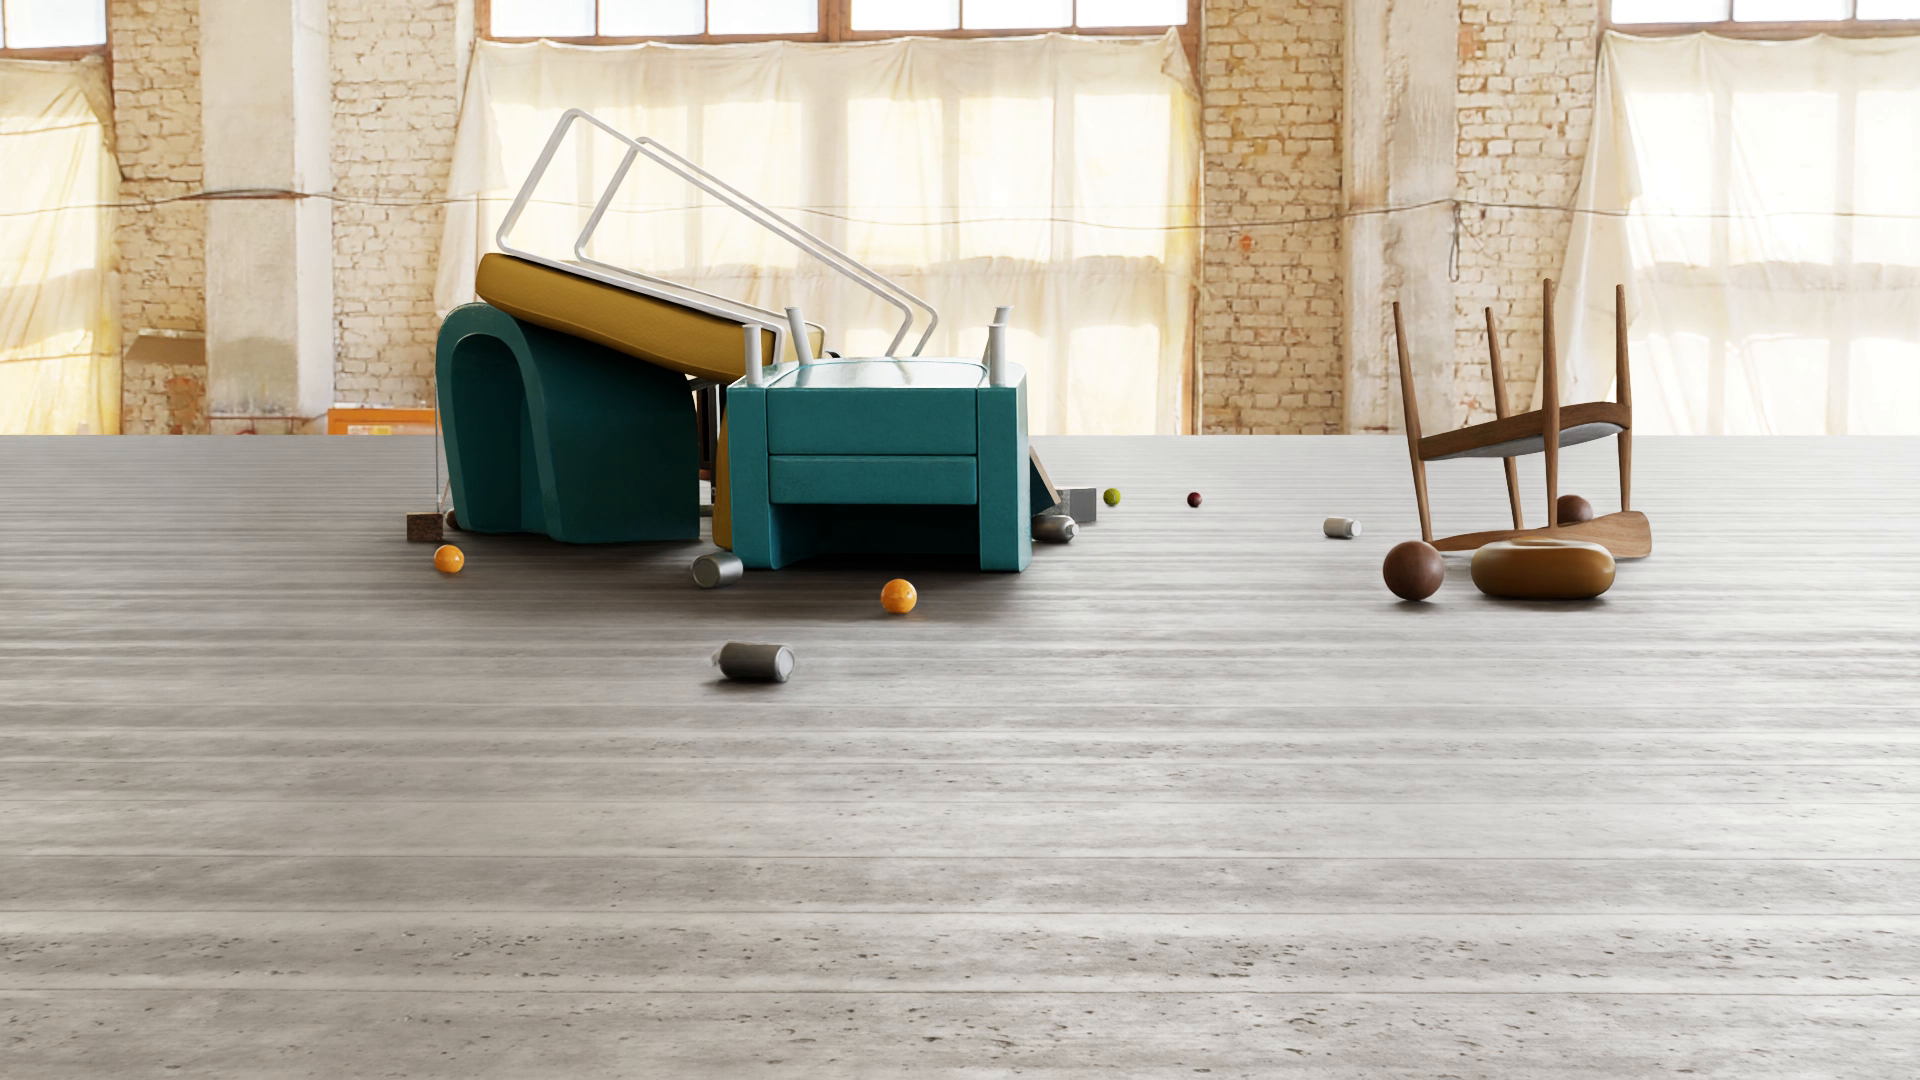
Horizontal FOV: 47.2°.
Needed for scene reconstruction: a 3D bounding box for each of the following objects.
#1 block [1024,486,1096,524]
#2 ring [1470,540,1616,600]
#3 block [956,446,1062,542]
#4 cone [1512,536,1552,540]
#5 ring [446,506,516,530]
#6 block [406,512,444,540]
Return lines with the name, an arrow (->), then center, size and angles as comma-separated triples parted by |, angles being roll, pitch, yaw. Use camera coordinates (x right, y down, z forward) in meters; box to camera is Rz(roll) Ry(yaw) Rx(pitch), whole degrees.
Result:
block -> 0.315, -0.122, 7.495 | 0.237, 0.114, 0.185 | 3, 5, 41
ring -> 1.267, 0.064, 4.787 | 0.264, 0.115, 0.320 | -6, 5, -44
block -> 0.145, -0.140, 6.546 | 0.237, 0.190, 0.178 | -28, 0, 9
cone -> 1.452, 0.056, 5.438 | 0.188, 0.082, 0.191 | 0, 16, -11
ring -> -1.543, -0.070, 7.074 | 0.223, 0.068, 0.187 | 0, 5, -7
block -> -1.604, -0.042, 6.592 | 0.105, 0.077, 0.112 | -1, 4, -14
